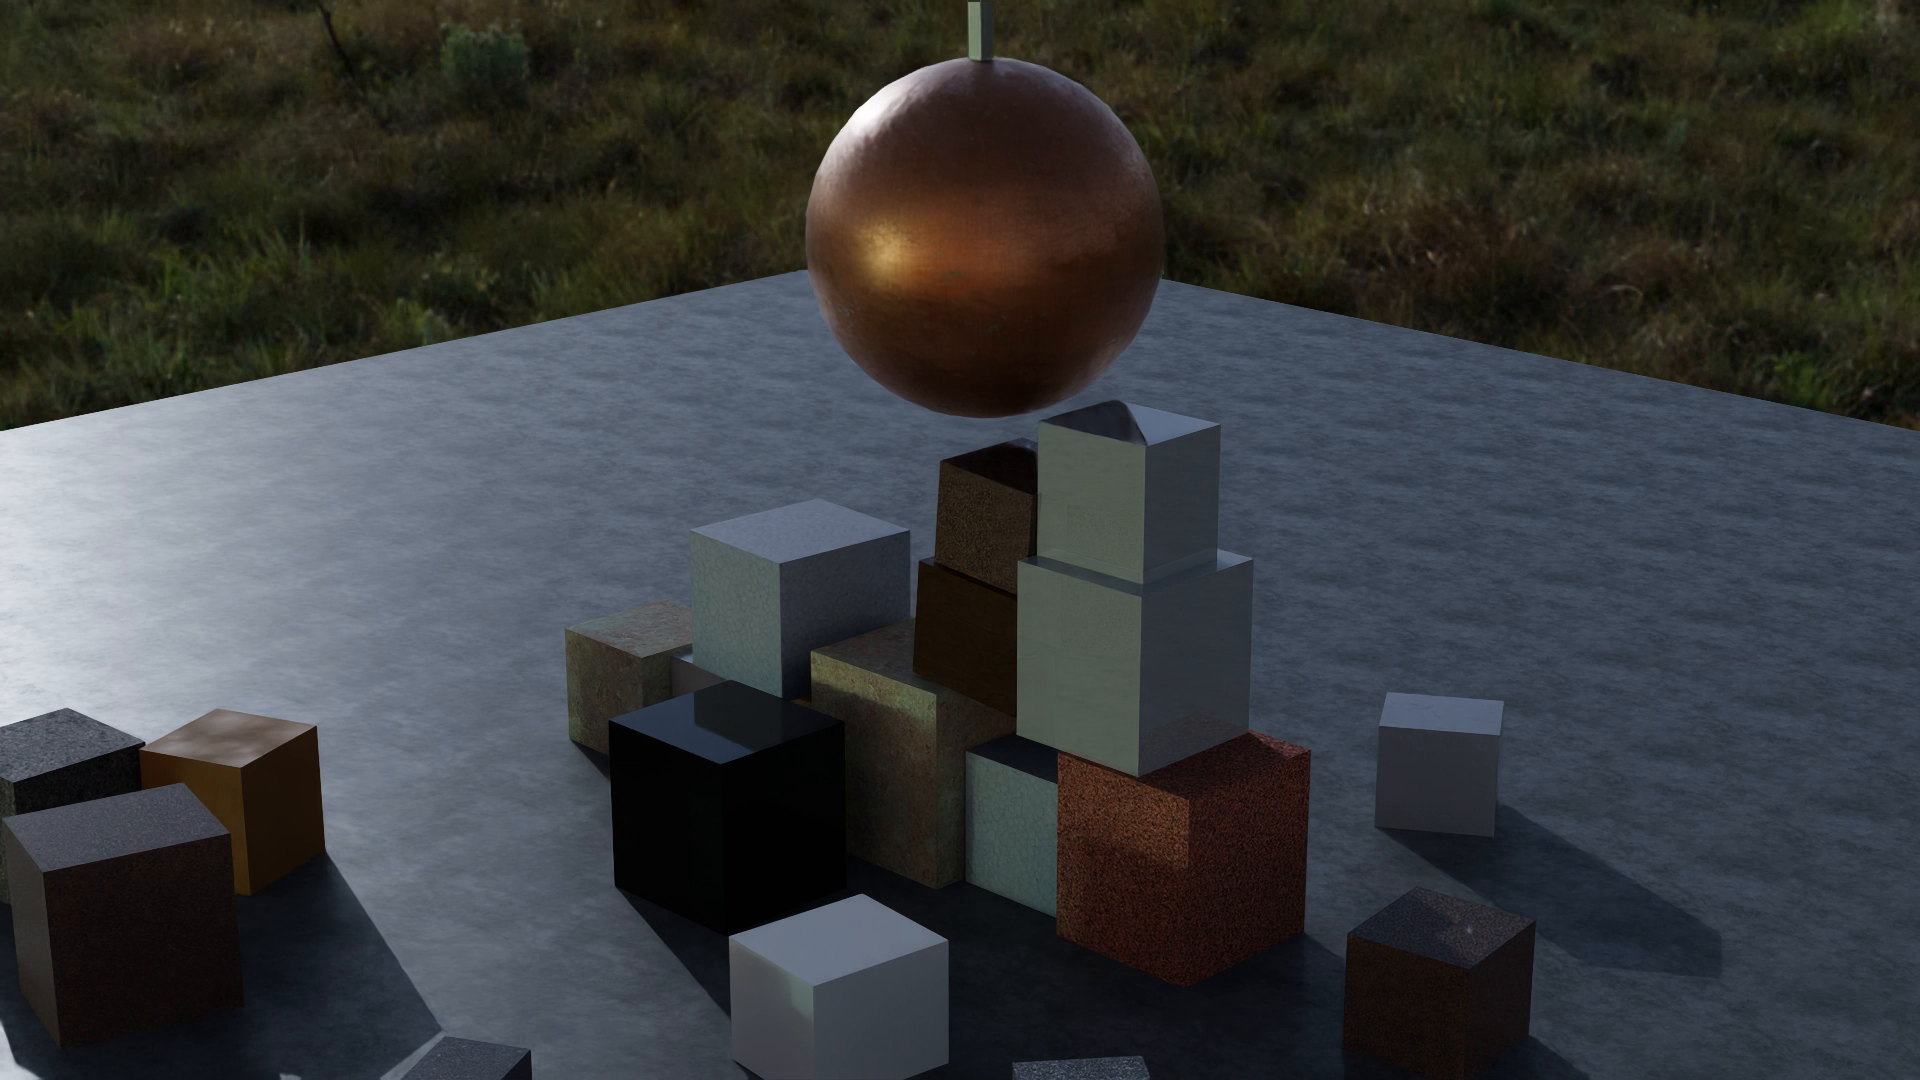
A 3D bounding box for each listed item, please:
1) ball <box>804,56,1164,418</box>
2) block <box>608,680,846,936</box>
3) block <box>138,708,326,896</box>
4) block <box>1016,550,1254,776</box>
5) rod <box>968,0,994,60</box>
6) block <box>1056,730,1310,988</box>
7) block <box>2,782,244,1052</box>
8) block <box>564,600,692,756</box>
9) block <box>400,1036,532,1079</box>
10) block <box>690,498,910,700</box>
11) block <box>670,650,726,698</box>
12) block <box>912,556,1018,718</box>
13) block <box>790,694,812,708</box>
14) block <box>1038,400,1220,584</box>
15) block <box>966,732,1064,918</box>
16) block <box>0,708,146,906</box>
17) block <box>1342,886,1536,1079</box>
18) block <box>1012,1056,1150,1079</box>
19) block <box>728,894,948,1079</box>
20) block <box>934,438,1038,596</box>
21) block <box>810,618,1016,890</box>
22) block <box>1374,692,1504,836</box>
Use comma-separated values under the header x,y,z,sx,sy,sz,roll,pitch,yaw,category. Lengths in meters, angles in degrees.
x,y,z,sx,sy,sz,roll,pitch,yaw,category
0.109,-1.340,13.034,1.600,1.600,1.600,0,17,0,ball
-1.044,1.190,13.211,0.766,0.807,0.728,17,24,42,block
-3.343,1.198,13.493,0.561,0.623,0.573,7,19,22,block
0.754,0.465,12.685,0.703,0.797,0.730,16,24,42,block
0.047,-4.564,11.957,0.080,5.200,0.080,17,25,42,rod
0.966,1.317,12.729,0.800,0.855,0.741,-17,24,-42,block
-3.460,1.543,12.130,0.757,0.782,0.640,-10,20,-30,block
-1.556,0.733,15.007,0.660,0.603,0.627,-16,24,-42,block
-1.843,2.140,10.885,0.355,0.390,0.444,5,18,17,block
-0.773,0.282,14.236,0.798,0.694,0.707,-15,23,-39,block
-1.033,0.854,14.673,0.550,0.571,0.606,-17,24,-42,block
0.244,0.369,13.148,0.638,0.539,0.617,22,27,40,block
-0.593,0.960,14.263,0.653,0.616,0.602,-17,24,-42,block
0.718,-0.214,12.518,0.596,0.597,0.493,16,23,41,block
0.475,1.262,13.265,0.593,0.639,0.680,-17,24,-42,block
-4.170,1.225,13.397,0.653,0.630,0.668,15,23,40,block
1.929,1.789,11.805,0.542,0.509,0.570,13,21,35,block
0.456,2.189,10.600,0.480,0.467,0.442,-2,18,-6,block
-0.479,1.826,11.641,0.657,0.535,0.568,-13,22,-36,block
0.282,-0.106,12.974,0.551,0.474,0.533,22,27,39,block
-0.083,0.954,13.735,0.823,0.943,0.893,17,24,42,block
2.302,1.073,14.074,0.561,0.514,0.467,4,18,12,block
